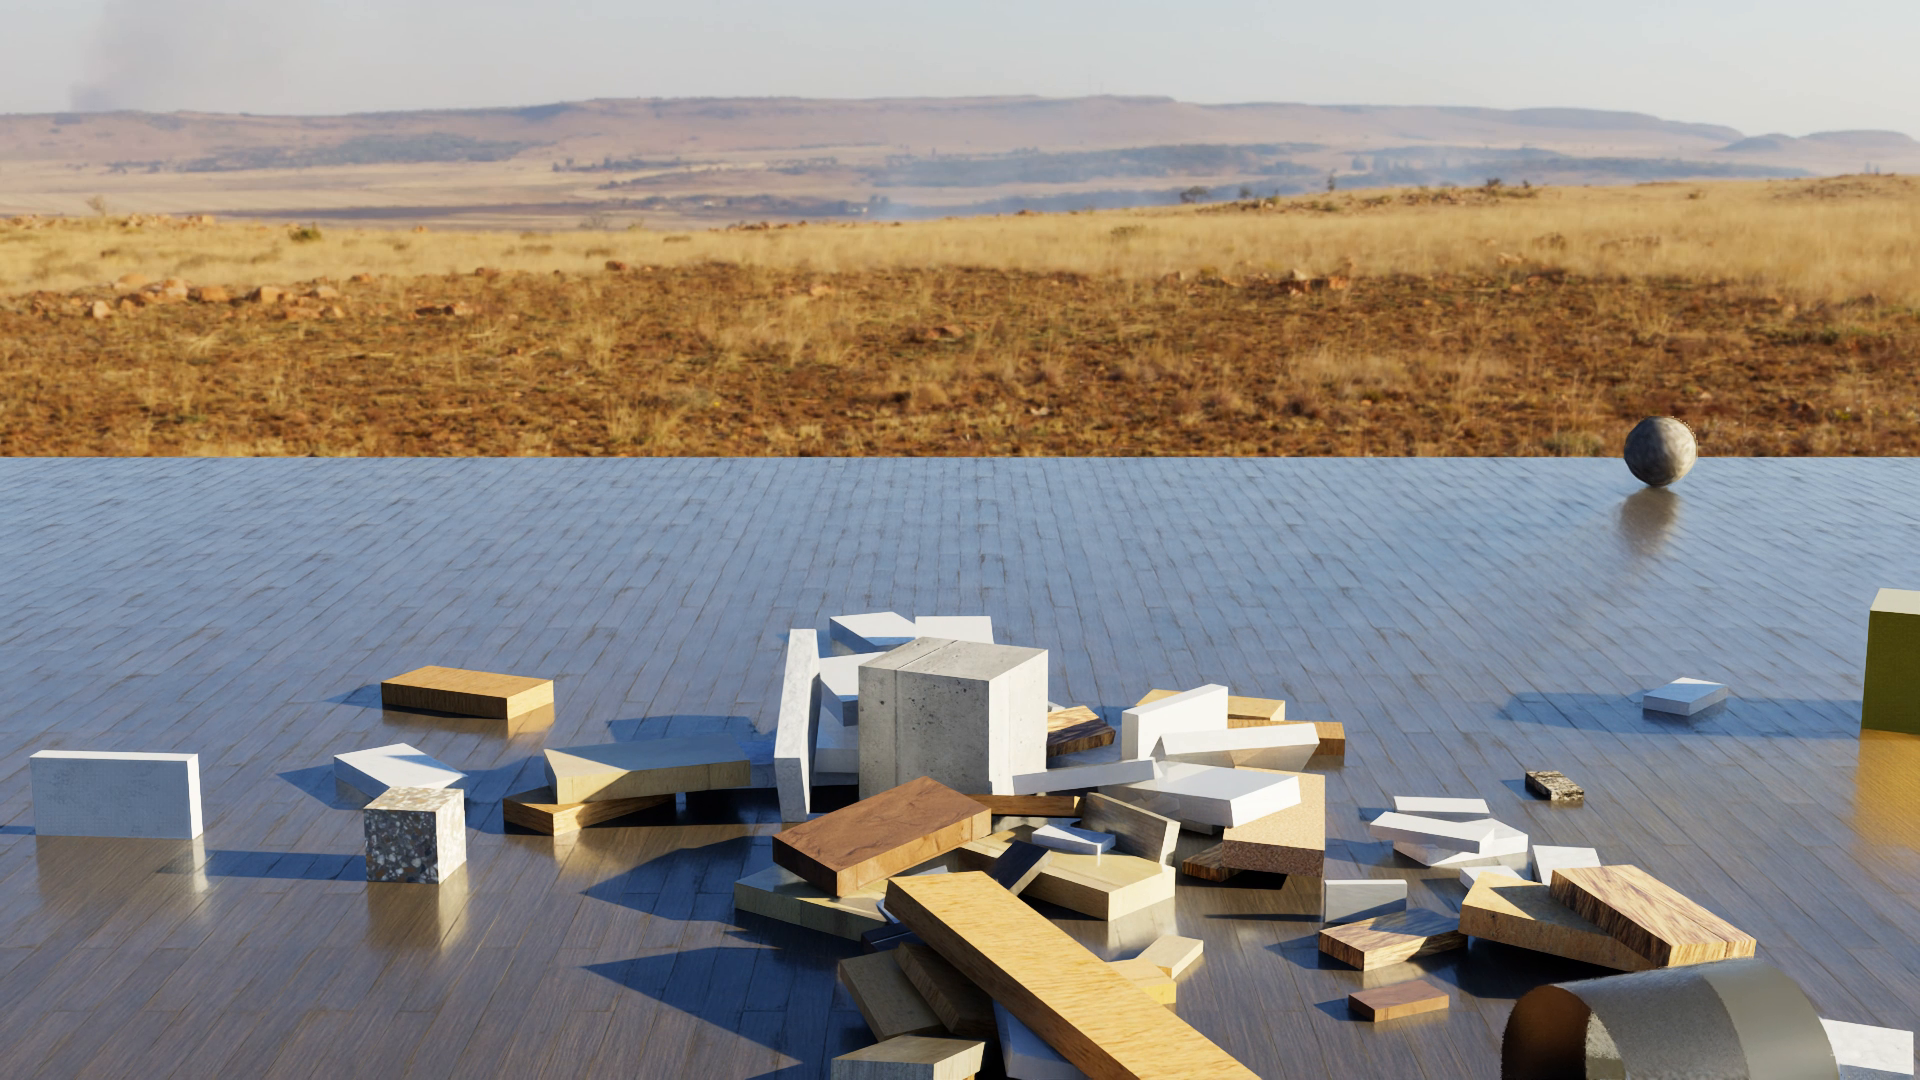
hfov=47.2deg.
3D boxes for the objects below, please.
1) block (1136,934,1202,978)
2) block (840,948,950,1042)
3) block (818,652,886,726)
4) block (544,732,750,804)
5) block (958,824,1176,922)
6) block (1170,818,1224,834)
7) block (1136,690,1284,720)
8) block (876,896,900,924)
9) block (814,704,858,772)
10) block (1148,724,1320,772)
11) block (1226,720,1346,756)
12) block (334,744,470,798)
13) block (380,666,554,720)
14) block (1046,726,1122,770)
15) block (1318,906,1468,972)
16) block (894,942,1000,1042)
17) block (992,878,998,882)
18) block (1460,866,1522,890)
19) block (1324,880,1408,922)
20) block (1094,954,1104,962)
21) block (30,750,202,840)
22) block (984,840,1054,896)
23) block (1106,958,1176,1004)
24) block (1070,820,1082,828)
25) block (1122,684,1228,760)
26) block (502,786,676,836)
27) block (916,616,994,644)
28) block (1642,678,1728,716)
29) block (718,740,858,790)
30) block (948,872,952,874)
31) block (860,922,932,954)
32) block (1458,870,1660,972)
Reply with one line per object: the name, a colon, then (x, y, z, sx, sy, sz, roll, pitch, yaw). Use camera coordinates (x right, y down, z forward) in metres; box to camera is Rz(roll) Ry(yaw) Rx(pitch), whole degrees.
block: (0.318, 0.637, 3.365, 0.064, 0.018, 0.129, 5, 12, 27)
block: (-0.094, 0.652, 3.129, 0.098, 0.028, 0.195, -8, 25, -20)
block: (-0.196, 0.304, 4.532, 0.180, 0.051, 0.359, -5, 12, -16)
block: (-0.591, 0.429, 4.148, 0.359, 0.051, 0.180, -4, 13, -18)
block: (0.177, 0.558, 3.712, 0.338, 0.048, 0.169, 10, 14, 43)
block: (0.423, 0.512, 4.039, 0.134, 0.019, 0.067, 8, 13, 37)
block: (0.539, 0.371, 4.734, 0.293, 0.042, 0.147, 4, 11, 19)
block: (-0.055, 0.589, 3.389, 0.076, 0.022, 0.152, -34, 46, -19)
block: (-0.242, 0.390, 4.358, 0.167, 0.047, 0.334, 1, 11, 4)
block: (0.517, 0.418, 4.218, 0.309, 0.044, 0.154, -3, -33, -14)
block: (0.666, 0.408, 4.553, 0.251, 0.036, 0.126, 1, 11, 7)
block: (-1.085, 0.458, 4.266, 0.147, 0.042, 0.293, -8, 13, -37)
block: (-1.097, 0.338, 4.896, 0.339, 0.048, 0.170, 5, 12, 24)
block: (0.312, 0.429, 4.421, 0.147, 0.042, 0.293, 9, 14, 39)
block: (0.676, 0.620, 3.425, 0.212, 0.030, 0.106, -6, 12, -30)
block: (-0.009, 0.640, 3.117, 0.098, 0.028, 0.195, 18, 13, -33)
block: (0.011, 0.589, 3.525, 0.075, 0.021, 0.149, -3, 20, 13)
block: (0.900, 0.581, 3.654, 0.083, 0.023, 0.166, -1, 11, -8)
block: (0.652, 0.581, 3.539, 0.130, 0.065, 0.018, 0, 11, -1)
block: (0.112, 0.617, 3.277, 0.106, 0.030, 0.212, -6, 12, -30)
block: (-1.522, 0.460, 3.969, 0.293, 0.147, 0.042, 1, 11, 5)
block: (0.078, 0.556, 3.630, 0.075, 0.021, 0.149, 10, 39, 43)
block: (0.197, 0.658, 3.223, 0.212, 0.030, 0.106, -4, 11, -19)
block: (0.267, 0.506, 3.950, 0.067, 0.019, 0.134, 0, 8, 43)
block: (0.427, 0.387, 4.362, 0.042, 0.147, 0.293, 9, 14, 41)
block: (-0.692, 0.485, 4.121, 0.147, 0.042, 0.293, 9, 14, 40)
block: (-0.009, 0.302, 4.943, 0.180, 0.051, 0.740, 0, 14, -1)
block: (1.614, 0.348, 4.892, 0.104, 0.030, 0.209, 9, 14, 40)
block: (-0.375, 0.441, 4.340, 0.334, 0.047, 0.167, -1, 11, -7)
block: (-0.013, 0.587, 3.465, 0.075, 0.021, 0.149, 5, 36, 24)
block: (-0.058, 0.630, 3.258, 0.098, 0.028, 0.195, -10, 26, -29)
block: (0.959, 0.598, 3.413, 0.336, 0.048, 0.168, 10, 14, 22)
